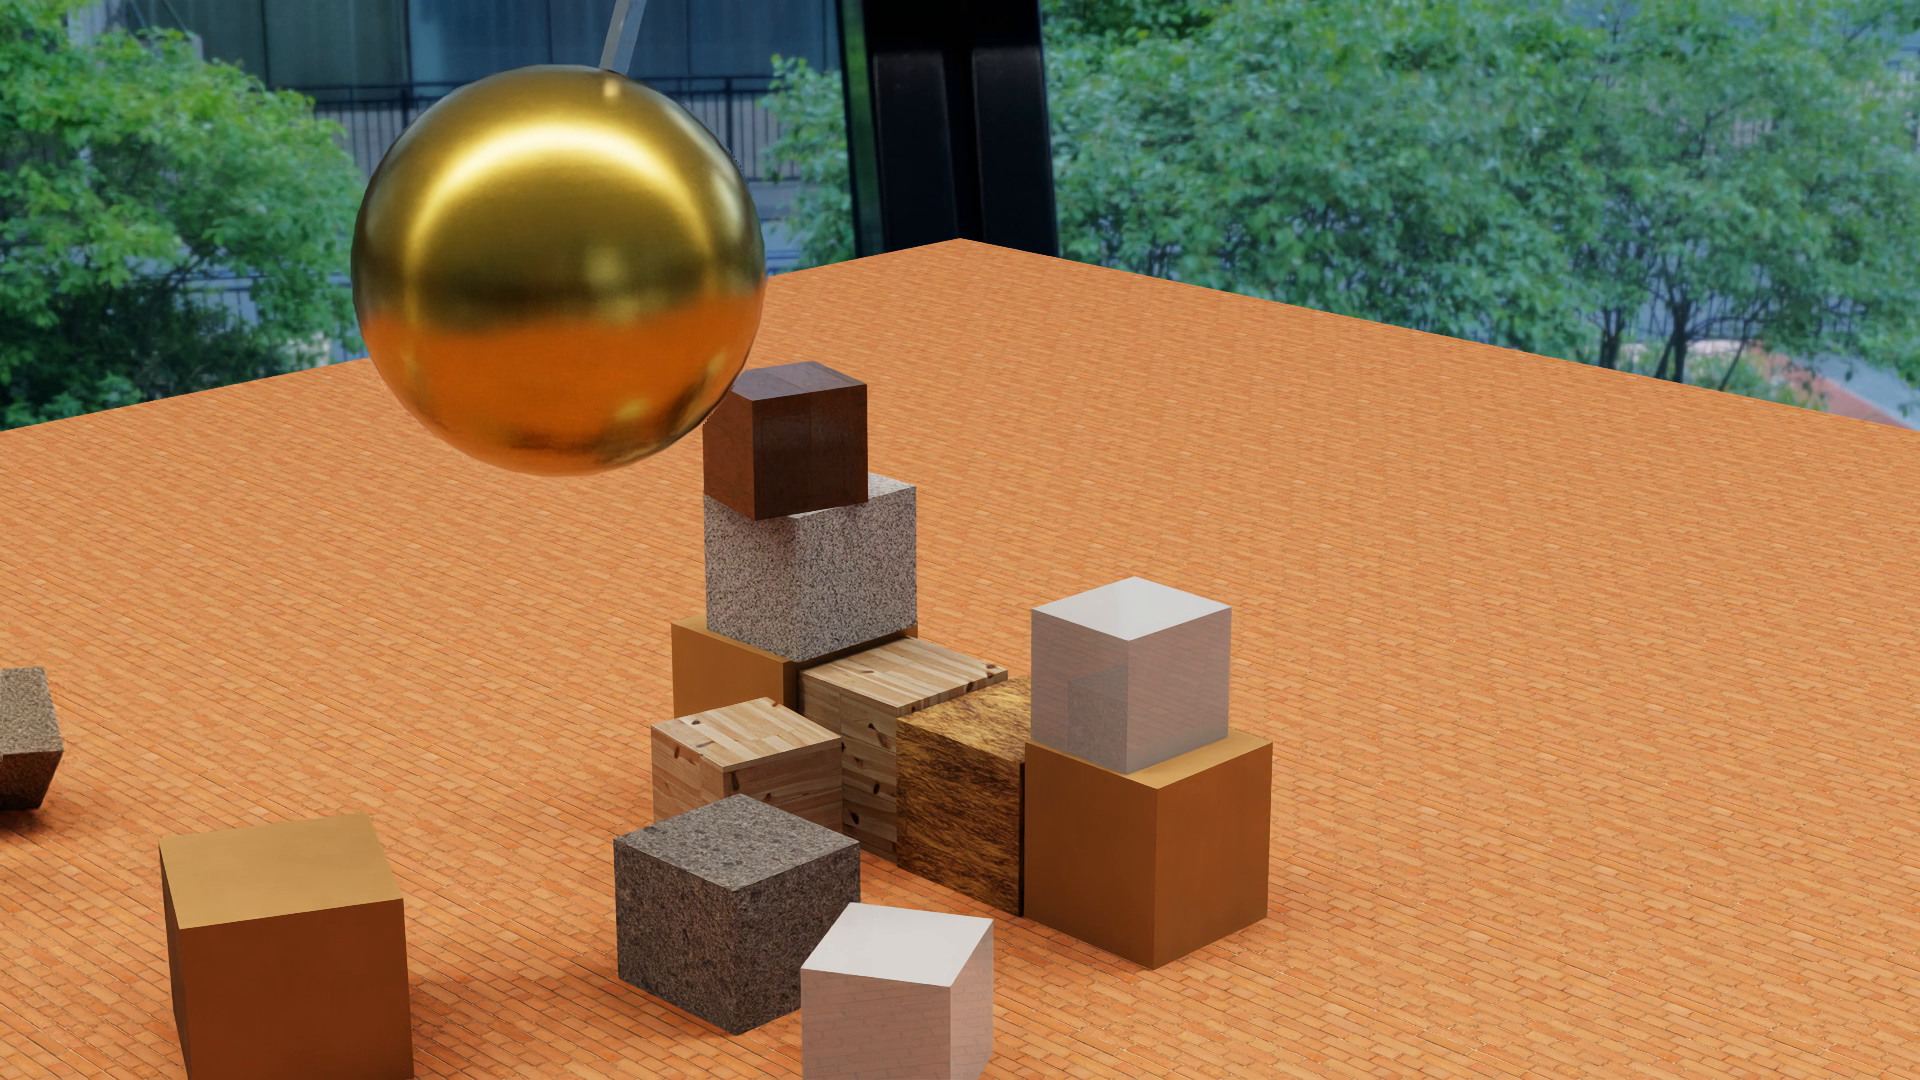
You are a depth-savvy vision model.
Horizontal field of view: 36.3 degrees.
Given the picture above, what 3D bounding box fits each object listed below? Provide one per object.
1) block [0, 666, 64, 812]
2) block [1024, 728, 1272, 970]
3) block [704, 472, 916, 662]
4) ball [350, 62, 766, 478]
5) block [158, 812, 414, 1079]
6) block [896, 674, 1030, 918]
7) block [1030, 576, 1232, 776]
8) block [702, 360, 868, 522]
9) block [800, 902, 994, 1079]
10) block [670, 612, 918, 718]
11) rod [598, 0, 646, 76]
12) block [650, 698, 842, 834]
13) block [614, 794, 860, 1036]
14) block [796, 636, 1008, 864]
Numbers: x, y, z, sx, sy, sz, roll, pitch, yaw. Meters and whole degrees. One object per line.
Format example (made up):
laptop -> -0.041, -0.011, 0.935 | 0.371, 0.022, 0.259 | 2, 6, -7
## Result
block -> -4.655, 0.961, 13.998 | 0.541, 0.514, 0.481 | -2, 55, -34
block -> 0.823, 1.277, 12.892 | 0.766, 0.833, 0.761 | 17, 24, 42
block -> -0.717, 0.086, 14.104 | 0.769, 0.705, 0.665 | -16, 24, -42
ball -> -1.553, -1.042, 11.387 | 1.600, 1.600, 1.600 | 0, 17, 0
block -> -2.705, 1.669, 11.742 | 0.843, 0.775, 0.918 | -6, 18, -19
block -> 0.279, 1.156, 13.446 | 0.833, 0.732, 0.779 | -17, 24, -42
block -> 0.740, 0.579, 12.718 | 0.647, 0.603, 0.575 | -16, 23, -41
block -> -0.822, -0.473, 13.754 | 0.598, 0.571, 0.526 | -10, 20, -29
block -> -0.238, 1.848, 11.482 | 0.594, 0.590, 0.625 | 5, 18, 15
block -> -0.807, 0.795, 14.421 | 0.882, 0.837, 0.816 | -17, 24, -42
rod -> -0.673, -4.325, 11.277 | 0.080, 5.200, 0.080 | 17, 2, 42
block -> -0.974, 1.193, 13.403 | 0.622, 0.687, 0.637 | -12, 21, -34
block -> -0.932, 1.557, 12.319 | 0.757, 0.642, 0.702 | 16, 24, 42
block -> -0.271, 0.984, 13.918 | 0.719, 0.778, 0.685 | -17, 24, -42
